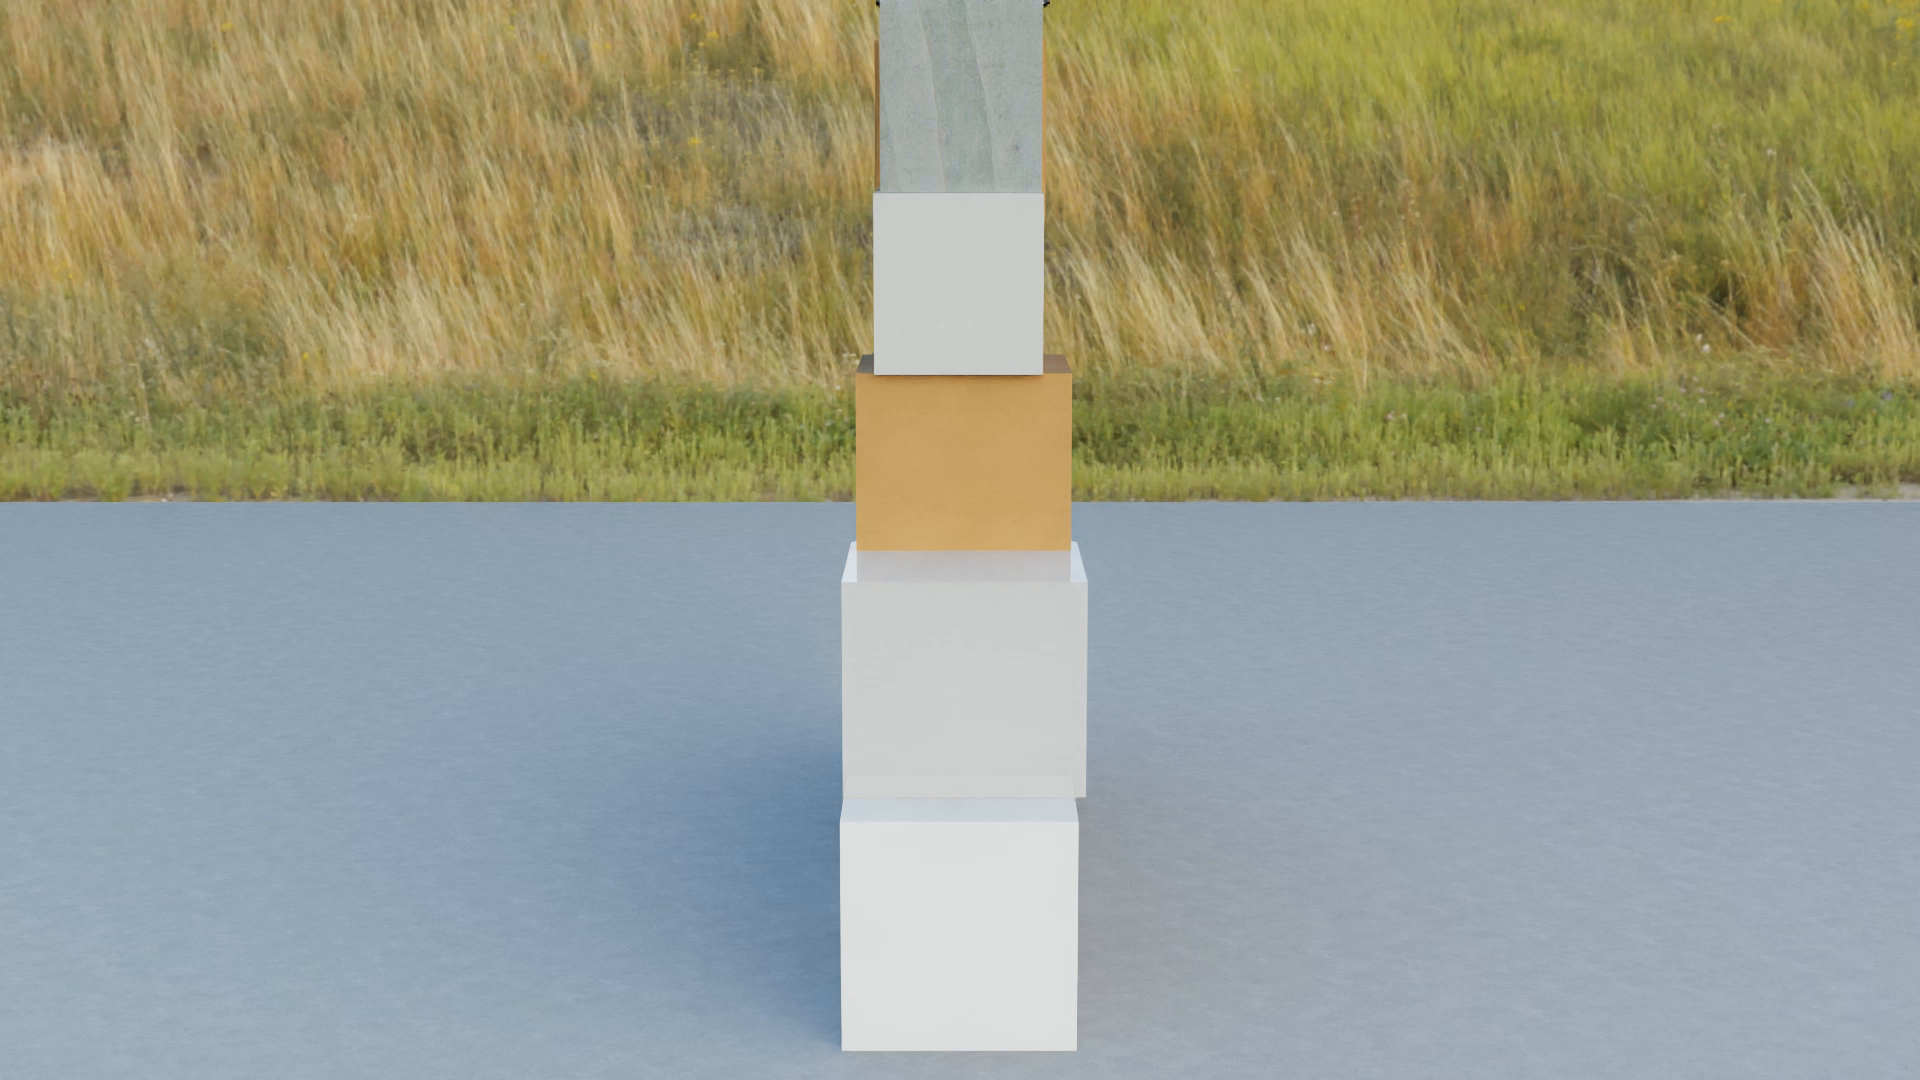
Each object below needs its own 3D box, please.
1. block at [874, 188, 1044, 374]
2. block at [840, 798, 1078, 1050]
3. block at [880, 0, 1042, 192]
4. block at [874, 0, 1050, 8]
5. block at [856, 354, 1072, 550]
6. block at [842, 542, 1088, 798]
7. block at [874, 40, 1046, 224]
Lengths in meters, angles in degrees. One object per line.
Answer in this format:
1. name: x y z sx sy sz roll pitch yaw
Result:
1. block: -0.005 -1.031 10.123 0.647 0.688 0.697 0 10 0
2. block: -0.003 1.366 9.639 0.855 0.864 0.767 0 10 0
3. block: 0.004 -1.761 10.180 0.624 0.732 0.689 0 10 0
4. block: 0.009 -2.493 10.456 0.695 0.620 0.638 0 10 0
5. block: 0.015 -0.363 10.318 0.835 0.695 0.746 0 10 0
6. block: 0.017 0.479 9.842 0.897 0.808 0.876 0 10 0
7. block: 0.002 -1.729 10.897 0.702 0.749 0.692 0 9 0
